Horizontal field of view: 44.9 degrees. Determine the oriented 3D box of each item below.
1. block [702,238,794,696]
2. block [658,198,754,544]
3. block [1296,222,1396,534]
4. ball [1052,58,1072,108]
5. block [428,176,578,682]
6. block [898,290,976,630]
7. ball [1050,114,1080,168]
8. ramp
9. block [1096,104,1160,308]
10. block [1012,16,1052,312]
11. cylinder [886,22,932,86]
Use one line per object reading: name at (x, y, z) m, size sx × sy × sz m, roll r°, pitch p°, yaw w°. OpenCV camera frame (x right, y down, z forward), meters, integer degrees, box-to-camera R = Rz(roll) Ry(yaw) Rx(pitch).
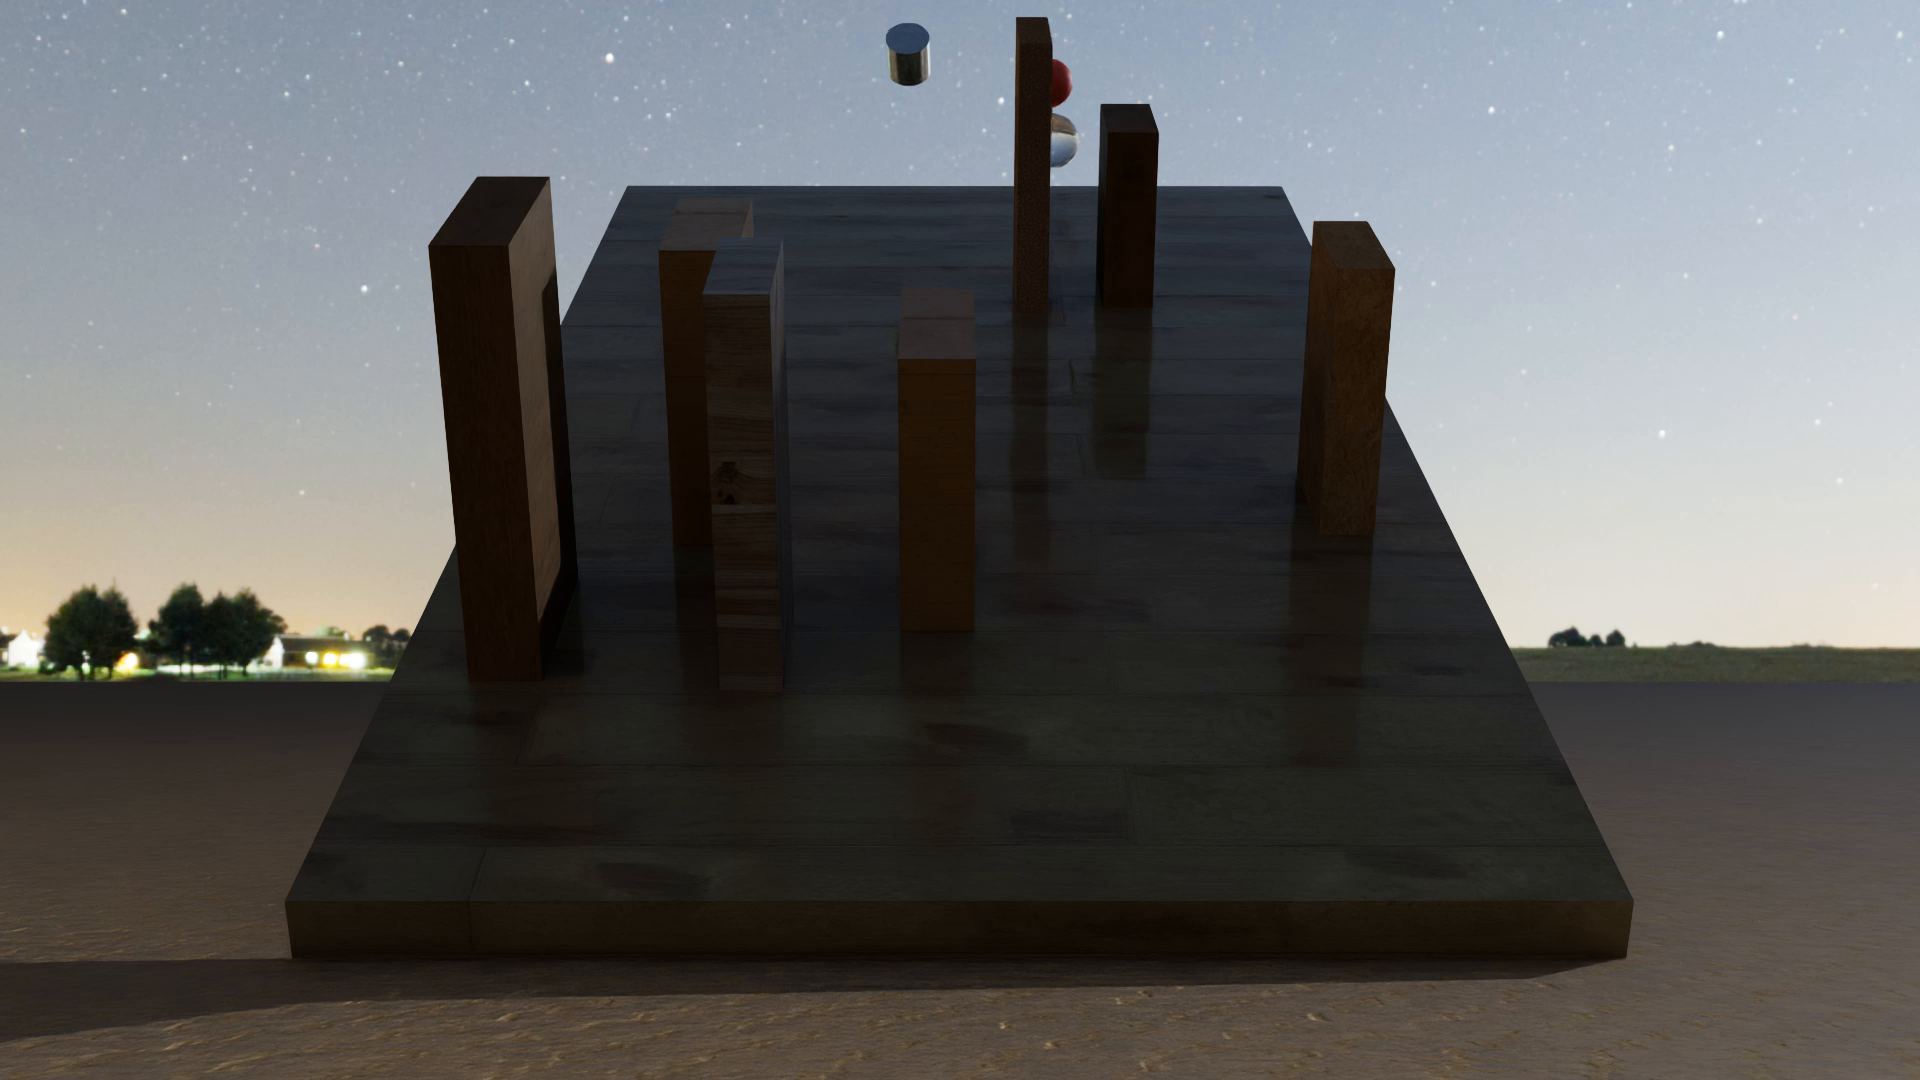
block at (-0.363, -0.128, 4.040) m, size 0.109 × 0.729 × 0.323 m, roll 0°, pitch 24°, yaw 0°
block at (-0.496, -0.343, 4.677) m, size 0.149 × 0.608 × 0.368 m, roll 0°, pitch 24°, yaw 0°
block at (0.779, -0.332, 4.721) m, size 0.111 × 0.557 × 0.327 m, roll 0°, pitch 24°, yaw 0°
ball at (0.265, -1.366, 6.949) m, size 0.144 × 0.144 × 0.144 m, roll 0°, pitch -3°, yaw 0°
block at (-0.799, -0.201, 4.124) m, size 0.130 × 0.794 × 0.429 m, roll 0°, pitch 24°, yaw 0°
block at (-0.042, -0.155, 4.351) m, size 0.136 × 0.529 × 0.398 m, roll 0°, pitch 24°, yaw 0°
ball at (0.283, -1.214, 7.074) m, size 0.165 × 0.165 × 0.165 m, roll 0°, pitch -3°, yaw 0°
ramp at (-0.008, -0.228, 5.294) m, size 2.000 × 0.100 × 4.000 m, roll 0°, pitch 24°, yaw 0°
block at (0.434, -0.875, 6.067) m, size 0.129 × 0.460 × 0.310 m, roll 0°, pitch 24°, yaw 0°
block at (0.186, -0.971, 6.001) m, size 0.082 × 0.689 × 0.330 m, roll 0°, pitch 24°, yaw 0°
cylinder at (-0.151, -1.427, 6.830) m, size 0.129 × 0.129 × 0.129 m, roll 0°, pitch -33°, yaw 1°
